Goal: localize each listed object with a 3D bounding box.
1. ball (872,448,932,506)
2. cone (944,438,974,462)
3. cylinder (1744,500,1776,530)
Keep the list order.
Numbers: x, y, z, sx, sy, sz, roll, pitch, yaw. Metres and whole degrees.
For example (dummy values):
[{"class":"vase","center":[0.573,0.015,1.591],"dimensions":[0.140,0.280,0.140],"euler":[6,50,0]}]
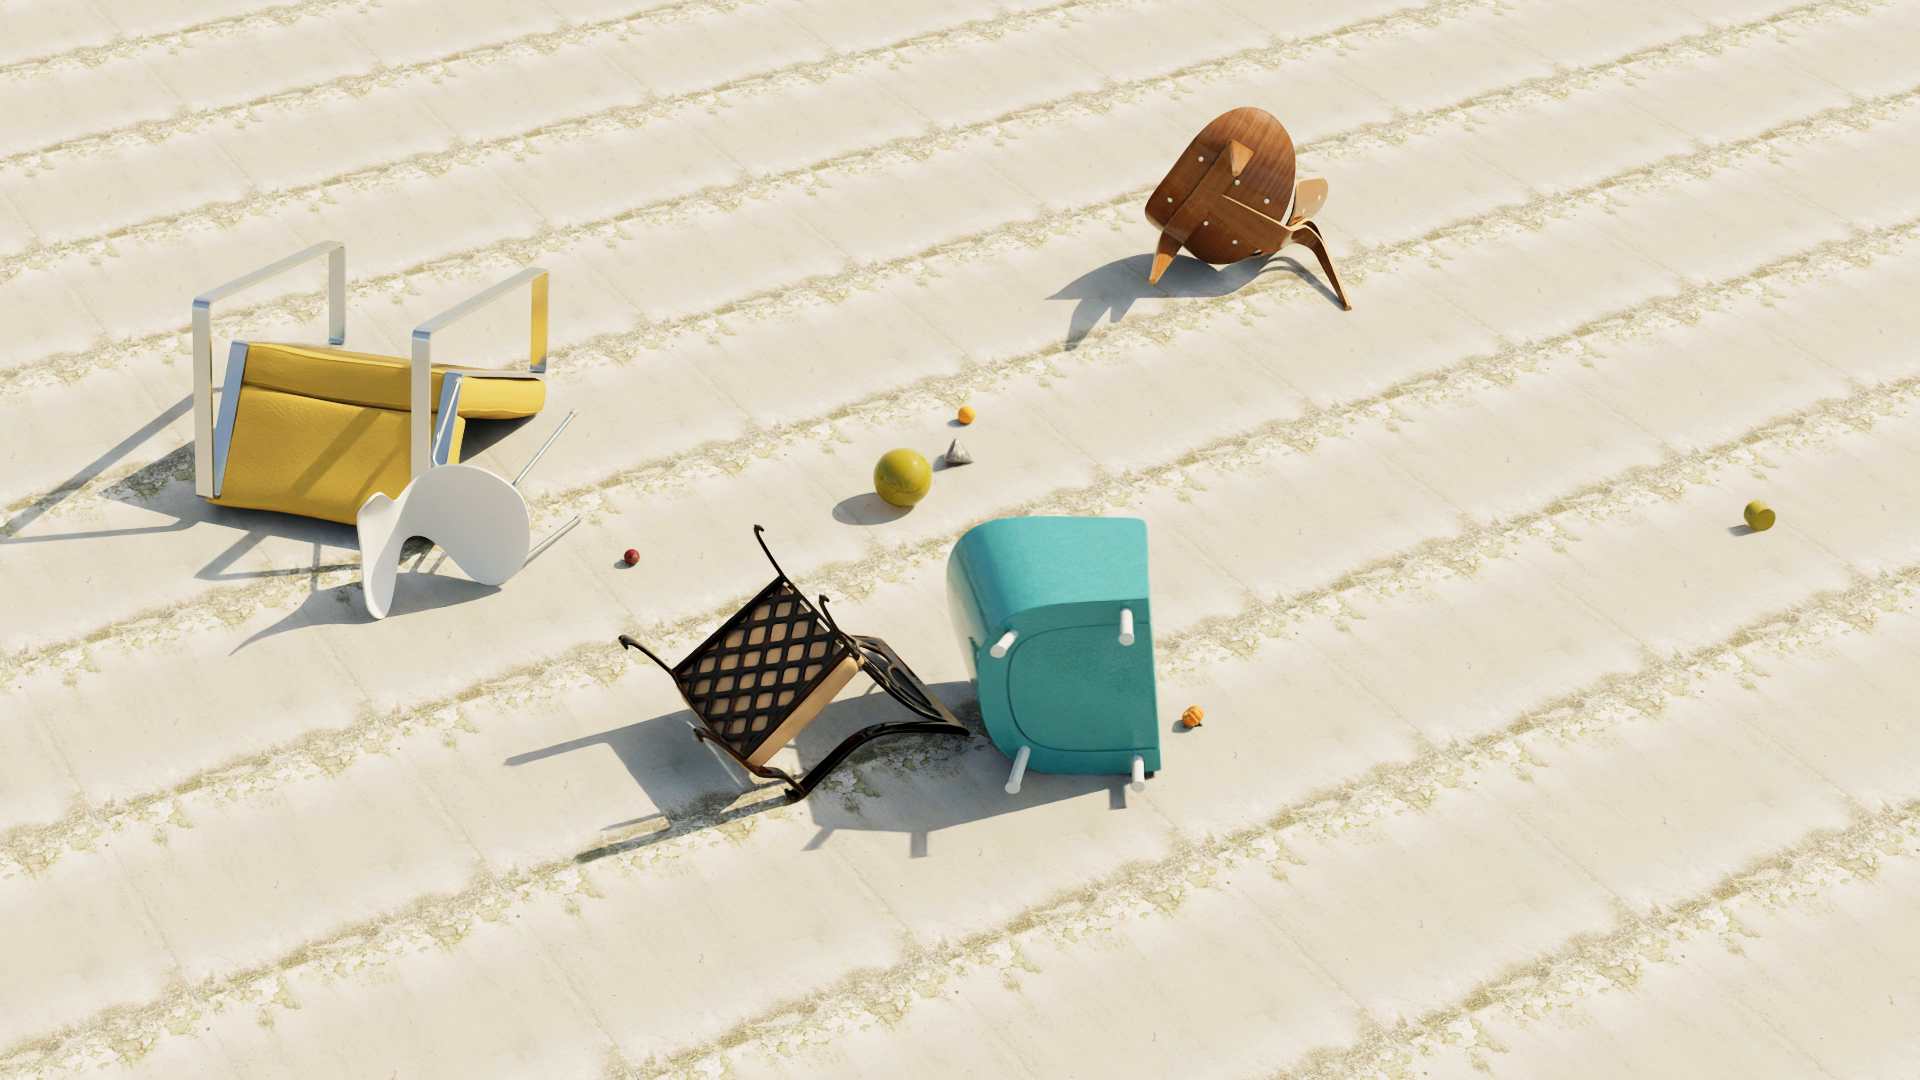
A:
[{"class":"ball","center":[-0.217,-0.238,11.100],"dimensions":[0.225,0.225,0.225],"euler":[0,33,0]},{"class":"cone","center":[0.012,-0.325,11.394],"dimensions":[0.109,0.102,0.133],"euler":[26,15,-8]},{"class":"cylinder","center":[3.000,-0.092,10.994],"dimensions":[0.105,0.094,0.065],"euler":[32,15,-36]}]
